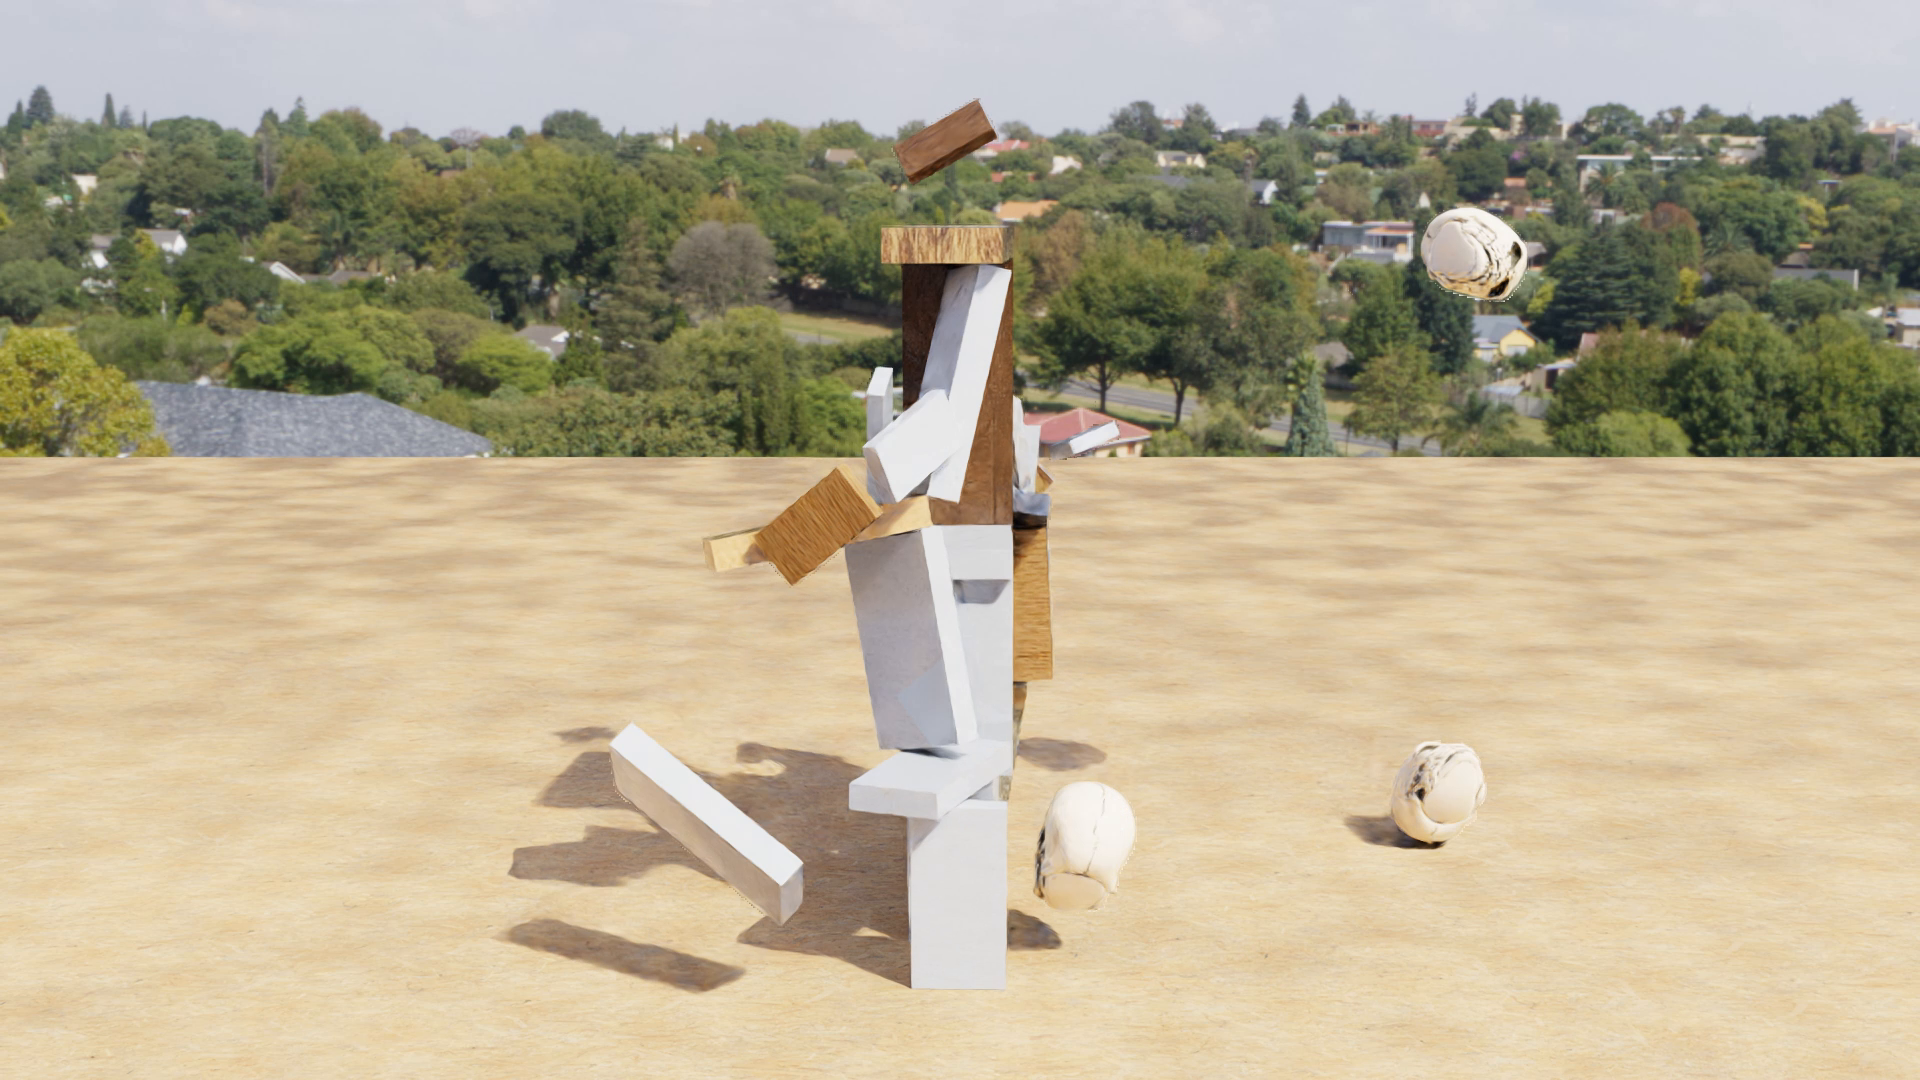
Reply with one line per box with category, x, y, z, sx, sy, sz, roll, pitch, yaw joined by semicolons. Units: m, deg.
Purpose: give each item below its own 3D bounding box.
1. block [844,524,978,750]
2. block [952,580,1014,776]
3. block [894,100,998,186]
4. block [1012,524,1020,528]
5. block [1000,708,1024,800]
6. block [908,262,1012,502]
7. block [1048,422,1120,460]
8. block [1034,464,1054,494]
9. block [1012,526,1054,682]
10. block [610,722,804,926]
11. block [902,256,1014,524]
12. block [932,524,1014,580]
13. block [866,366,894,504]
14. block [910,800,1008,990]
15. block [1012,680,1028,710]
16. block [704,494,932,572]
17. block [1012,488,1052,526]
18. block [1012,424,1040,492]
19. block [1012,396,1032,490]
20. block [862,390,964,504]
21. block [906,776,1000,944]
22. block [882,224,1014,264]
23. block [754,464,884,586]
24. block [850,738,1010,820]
block;-0.076;0.150;3.341;0.164;0.328;0.046;-9;2;41
block;0.002;0.209;3.466;0.162;0.323;0.046;0;10;2
block;-0.025;-0.654;3.617;0.160;0.023;0.080;-29;51;7
block;0.069;0.093;3.902;0.130;0.259;0.037;9;29;0
block;0.023;0.407;3.855;0.136;0.273;0.039;9;11;0
block;-0.011;-0.240;3.375;0.051;0.357;0.179;13;-1;-16
block;0.199;-0.161;3.566;0.080;0.023;0.160;-24;3;-9
block;0.098;-0.131;3.940;0.136;0.068;0.019;45;16;1
block;0.088;0.109;3.746;0.130;0.259;0.037;-2;7;5
block;-0.366;0.412;3.182;0.328;0.164;0.046;37;64;16
block;-0.004;-0.242;3.579;0.179;0.432;0.051;0;10;1
block;0.003;0.008;3.538;0.162;0.046;0.323;0;10;0
block;-0.121;-0.157;3.296;0.026;0.182;0.091;5;31;5
block;-0.001;0.525;3.251;0.140;0.280;0.040;1;10;3
block;0.048;0.238;3.920;0.136;0.039;0.273;9;10;-1
block;-0.218;-0.012;3.328;0.328;0.046;0.164;-12;4;-10
block;0.089;-0.052;3.816;0.130;0.037;0.259;9;-7;2
block;0.101;-0.135;3.854;0.068;0.136;0.019;6;3;6
block;0.081;-0.172;3.687;0.023;0.160;0.080;-21;31;-23
block;-0.067;-0.136;3.188;0.026;0.091;0.182;-2;28;38
block;-0.010;0.492;3.423;0.140;0.280;0.040;1;11;13
block;-0.014;-0.463;3.423;0.179;0.051;0.357;1;9;4
block;-0.205;-0.021;3.165;0.182;0.091;0.026;-38;0;28
block;-0.041;0.353;3.301;0.140;0.040;0.280;3;12;23
